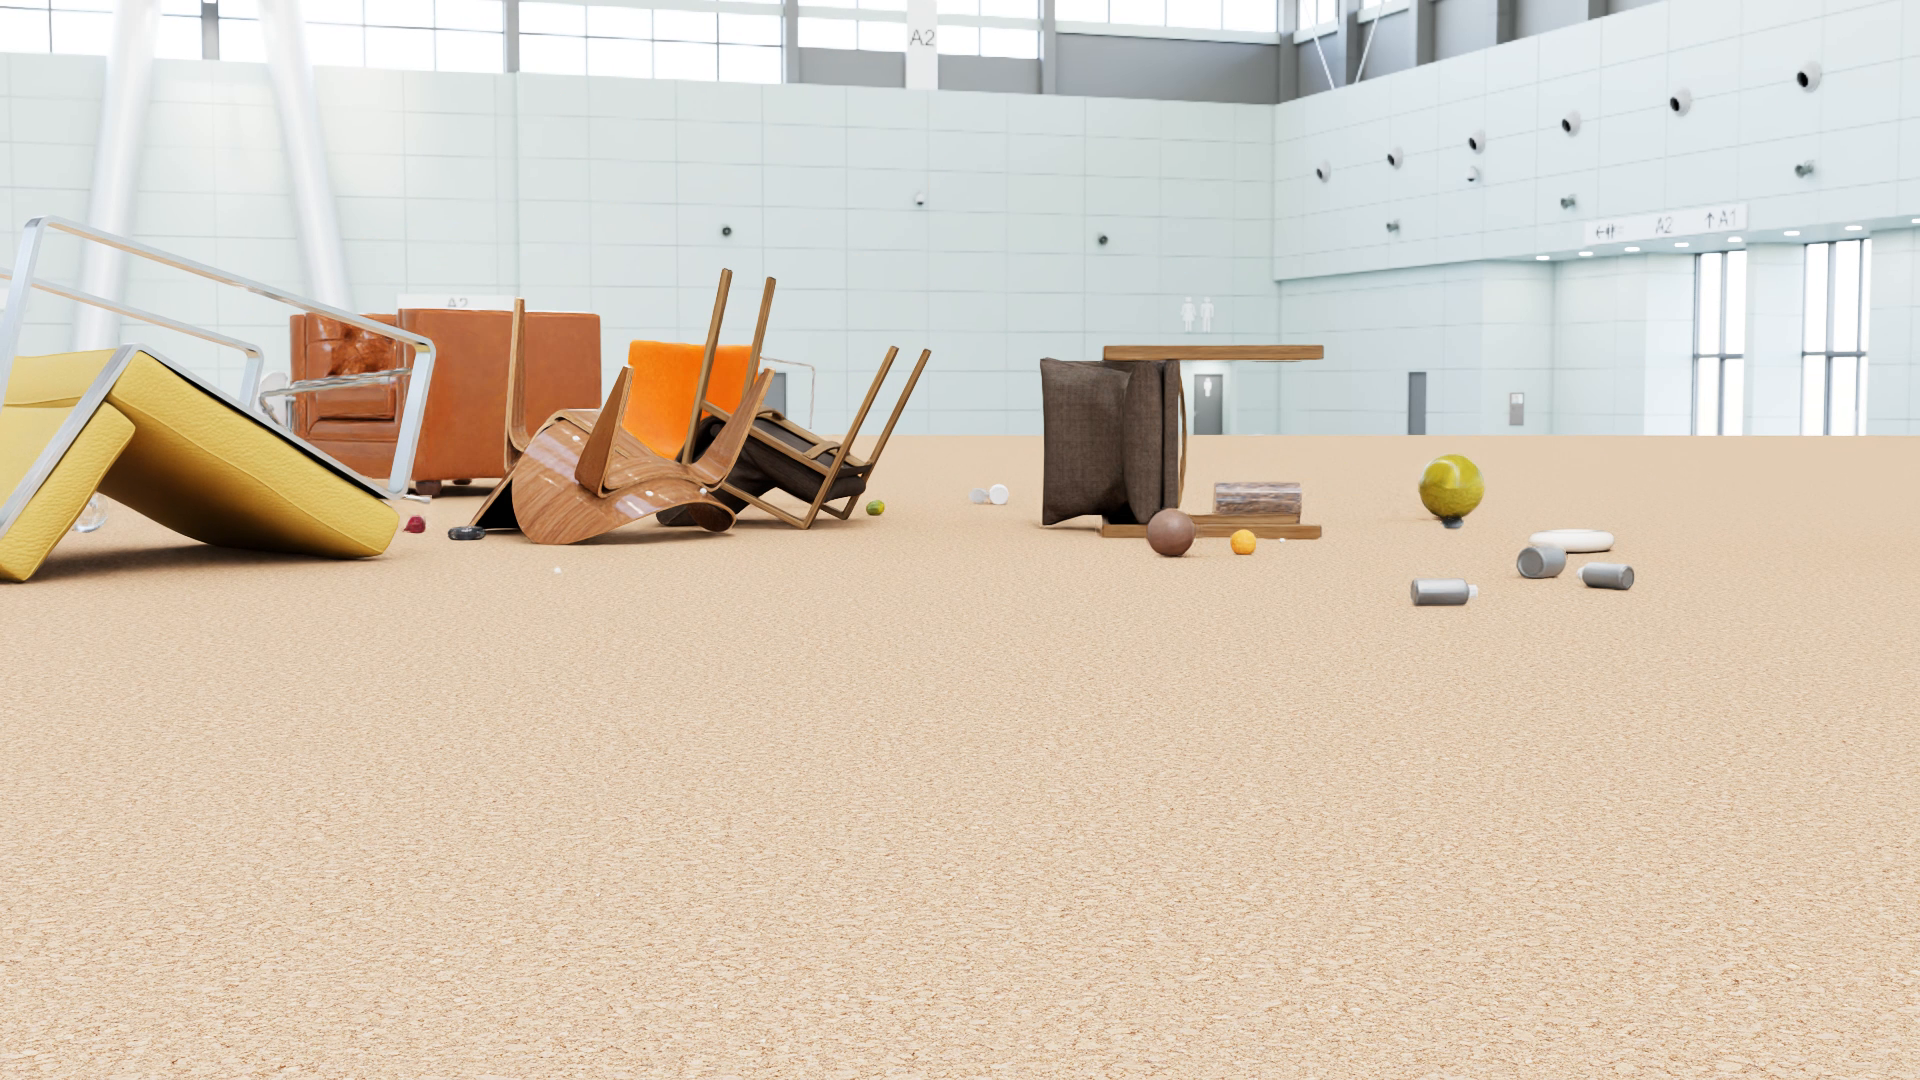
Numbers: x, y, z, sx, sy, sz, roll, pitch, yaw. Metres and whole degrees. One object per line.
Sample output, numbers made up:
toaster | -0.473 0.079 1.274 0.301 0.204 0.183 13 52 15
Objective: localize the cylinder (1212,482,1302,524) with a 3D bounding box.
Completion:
cylinder | 0.986 -0.122 7.309 0.279 0.145 0.129 0 45 2

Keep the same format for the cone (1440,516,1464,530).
cone | 1.578 -0.047 7.089 0.073 0.040 0.091 -5 -9 1

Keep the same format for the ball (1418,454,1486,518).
ball | 1.690 -0.183 7.561 0.225 0.225 0.225 0 4 0

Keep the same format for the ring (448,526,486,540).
ring | -1.472 -0.020 6.562 0.110 0.038 0.113 3 6 45

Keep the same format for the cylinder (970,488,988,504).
cylinder | 0.072 -0.172 8.635 0.065 0.057 0.067 12 5 6

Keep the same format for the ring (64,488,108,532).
ring | -2.718 -0.091 6.838 0.150 0.133 0.050 -38 7 13

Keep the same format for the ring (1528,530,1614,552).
ring | 1.700 0.002 6.113 0.211 0.056 0.298 3 4 43
